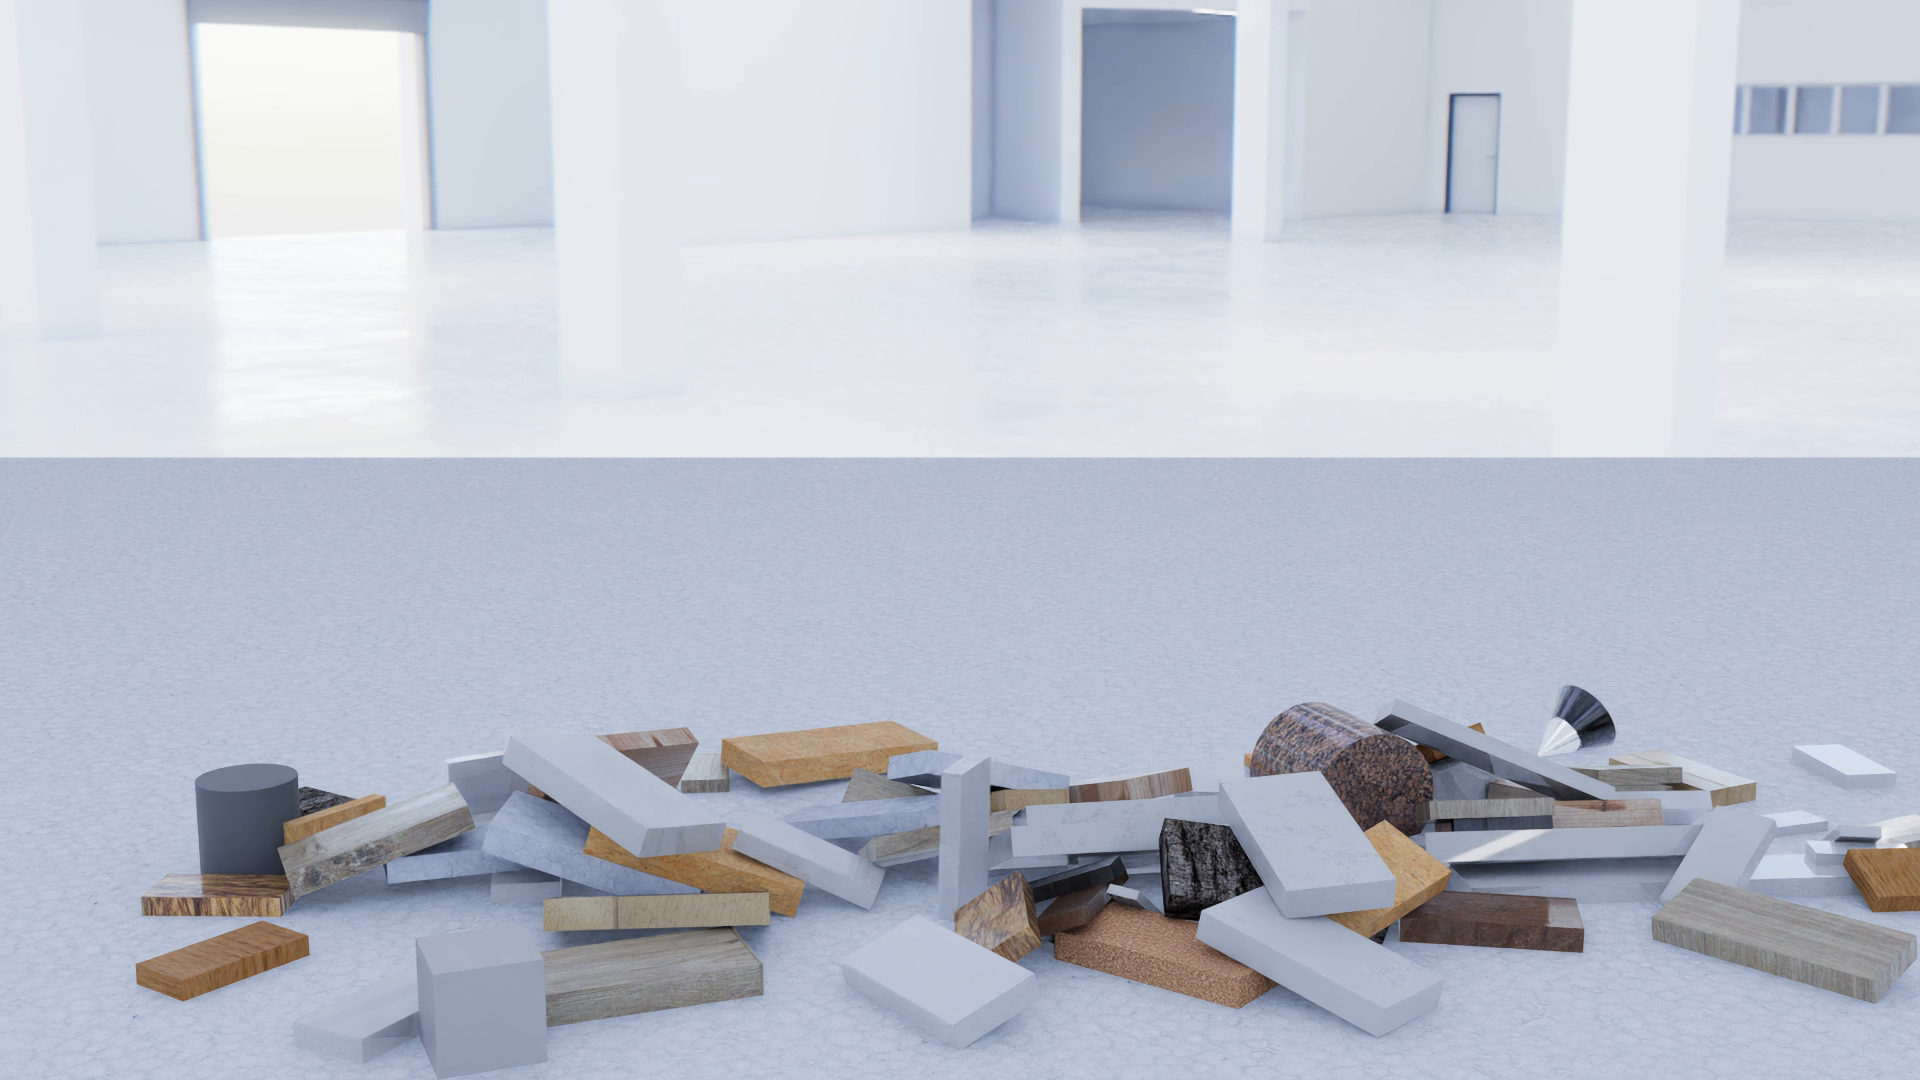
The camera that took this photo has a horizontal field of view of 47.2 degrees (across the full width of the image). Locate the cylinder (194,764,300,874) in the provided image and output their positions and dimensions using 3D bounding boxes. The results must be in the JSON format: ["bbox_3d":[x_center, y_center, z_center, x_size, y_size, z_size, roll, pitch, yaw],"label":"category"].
[{"bbox_3d":[-1.216,0.487,3.765,0.168,0.168,0.168,0,11,0],"label":"cylinder"}]

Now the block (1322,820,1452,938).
[{"bbox_3d":[0.625,0.543,3.435,0.279,0.040,0.140,-21,46,-37],"label":"block"}]

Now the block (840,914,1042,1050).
[{"bbox_3d":[-0.032,0.637,3.190,0.147,0.042,0.294,-27,23,-29],"label":"block"}]

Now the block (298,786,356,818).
[{"bbox_3d":[-1.187,0.499,4.079,0.201,0.028,0.100,7,13,34],"label":"block"}]

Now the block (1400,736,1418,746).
[{"bbox_3d":[0.831,0.434,4.405,0.136,0.039,0.272,5,12,27],"label":"block"}]

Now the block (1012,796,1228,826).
[{"bbox_3d":[0.273,0.494,3.857,0.352,0.050,0.176,-2,-15,-10],"label":"block"}]

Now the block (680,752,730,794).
[{"bbox_3d":[-0.499,0.456,4.316,0.092,0.026,0.184,-1,11,-6],"label":"block"}]

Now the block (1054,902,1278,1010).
[{"bbox_3d":[0.324,0.627,3.341,0.325,0.046,0.162,8,13,37],"label":"block"}]

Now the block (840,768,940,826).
[{"bbox_3d":[-0.096,0.488,3.964,0.309,0.092,0.026,11,-16,46],"label":"block"}]

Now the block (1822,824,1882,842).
[{"bbox_3d":[1.537,0.520,3.801,0.069,0.020,0.138,1,-21,6],"label":"block"}]

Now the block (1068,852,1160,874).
[{"bbox_3d":[0.276,0.550,3.724,0.172,0.024,0.086,-2,-15,-10],"label":"block"}]

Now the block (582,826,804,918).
[{"bbox_3d":[-0.429,0.516,3.628,0.356,0.050,0.178,18,11,-4],"label":"block"}]

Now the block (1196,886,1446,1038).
[{"bbox_3d":[0.527,0.614,3.231,0.325,0.046,0.162,24,22,38],"label":"block"}]

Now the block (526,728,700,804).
[{"bbox_3d":[-0.624,0.418,3.934,0.304,0.152,0.043,-1,38,-46],"label":"block"}]

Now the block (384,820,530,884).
[{"bbox_3d":[-0.823,0.523,3.736,0.304,0.043,0.152,-4,11,-18],"label":"block"}]

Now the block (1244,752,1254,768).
[{"bbox_3d":[0.623,0.452,4.351,0.077,0.022,0.155,-2,11,-10],"label":"block"}]

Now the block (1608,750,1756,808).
[{"bbox_3d":[1.397,0.462,4.260,0.127,0.036,0.255,-6,12,-28],"label":"block"}]

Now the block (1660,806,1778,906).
[{"bbox_3d":[1.241,0.530,3.594,0.103,0.029,0.205,12,52,47],"label":"block"}]

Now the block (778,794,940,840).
[{"bbox_3d":[-0.169,0.492,3.886,0.340,0.036,0.126,-9,4,32],"label":"block"}]

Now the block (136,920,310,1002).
[{"bbox_3d":[-1.116,0.636,3.334,0.113,0.032,0.226,7,13,35],"label":"block"}]

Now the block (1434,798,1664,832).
[{"bbox_3d":[1.027,0.495,3.848,0.347,0.049,0.174,-1,-16,-5],"label":"block"}]

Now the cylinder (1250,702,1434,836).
[{"bbox_3d":[0.674,0.429,3.896,0.235,0.235,0.235,-4,11,-20],"label":"cylinder"}]

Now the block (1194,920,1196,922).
[{"bbox_3d":[0.517,0.553,3.555,0.325,0.046,0.162,-4,38,-19],"label":"block"}]

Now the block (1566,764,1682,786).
[{"bbox_3d":[1.252,0.445,4.165,0.209,0.030,0.104,1,-3,-27],"label":"block"}]

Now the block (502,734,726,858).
[{"bbox_3d":[-0.571,0.416,3.623,0.355,0.050,0.178,26,13,36],"label":"block"}]

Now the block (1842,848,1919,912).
[{"bbox_3d":[1.599,0.559,3.631,0.234,0.033,0.117,-1,33,-5],"label":"block"}]

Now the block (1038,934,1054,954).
[{"bbox_3d":[0.129,0.621,3.460,0.055,0.016,0.111,-9,14,-40],"label":"block"}]

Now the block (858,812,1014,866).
[{"bbox_3d":[-0.041,0.516,3.764,0.247,0.035,0.123,-9,-16,-17],"label":"block"}]

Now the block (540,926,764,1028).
[{"bbox_3d":[-0.480,0.643,3.249,0.343,0.049,0.171,-4,11,-21],"label":"block"}]

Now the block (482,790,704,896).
[{"bbox_3d":[-0.591,0.517,3.626,0.355,0.050,0.178,18,11,-1],"label":"block"}]

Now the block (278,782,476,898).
[{"bbox_3d":[-0.971,0.496,3.658,0.304,0.043,0.152,-20,16,-18],"label":"block"}]

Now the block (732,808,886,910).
[{"bbox_3d":[-0.248,0.527,3.641,0.247,0.035,0.123,24,10,1],"label":"block"}]

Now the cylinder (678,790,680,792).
[{"bbox_3d":[-0.573,0.482,3.826,0.155,0.155,0.155,-8,13,-38],"label":"cylinder"}]

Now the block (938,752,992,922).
[{"bbox_3d":[0.008,0.481,3.576,0.035,0.247,0.123,6,12,23],"label":"block"}]

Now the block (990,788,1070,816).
[{"bbox_3d":[0.081,0.474,3.926,0.126,0.036,0.251,2,-12,-25],"label":"block"}]

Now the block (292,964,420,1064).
[{"bbox_3d":[-0.810,0.671,3.134,0.127,0.036,0.254,6,12,28],"label":"block"}]
